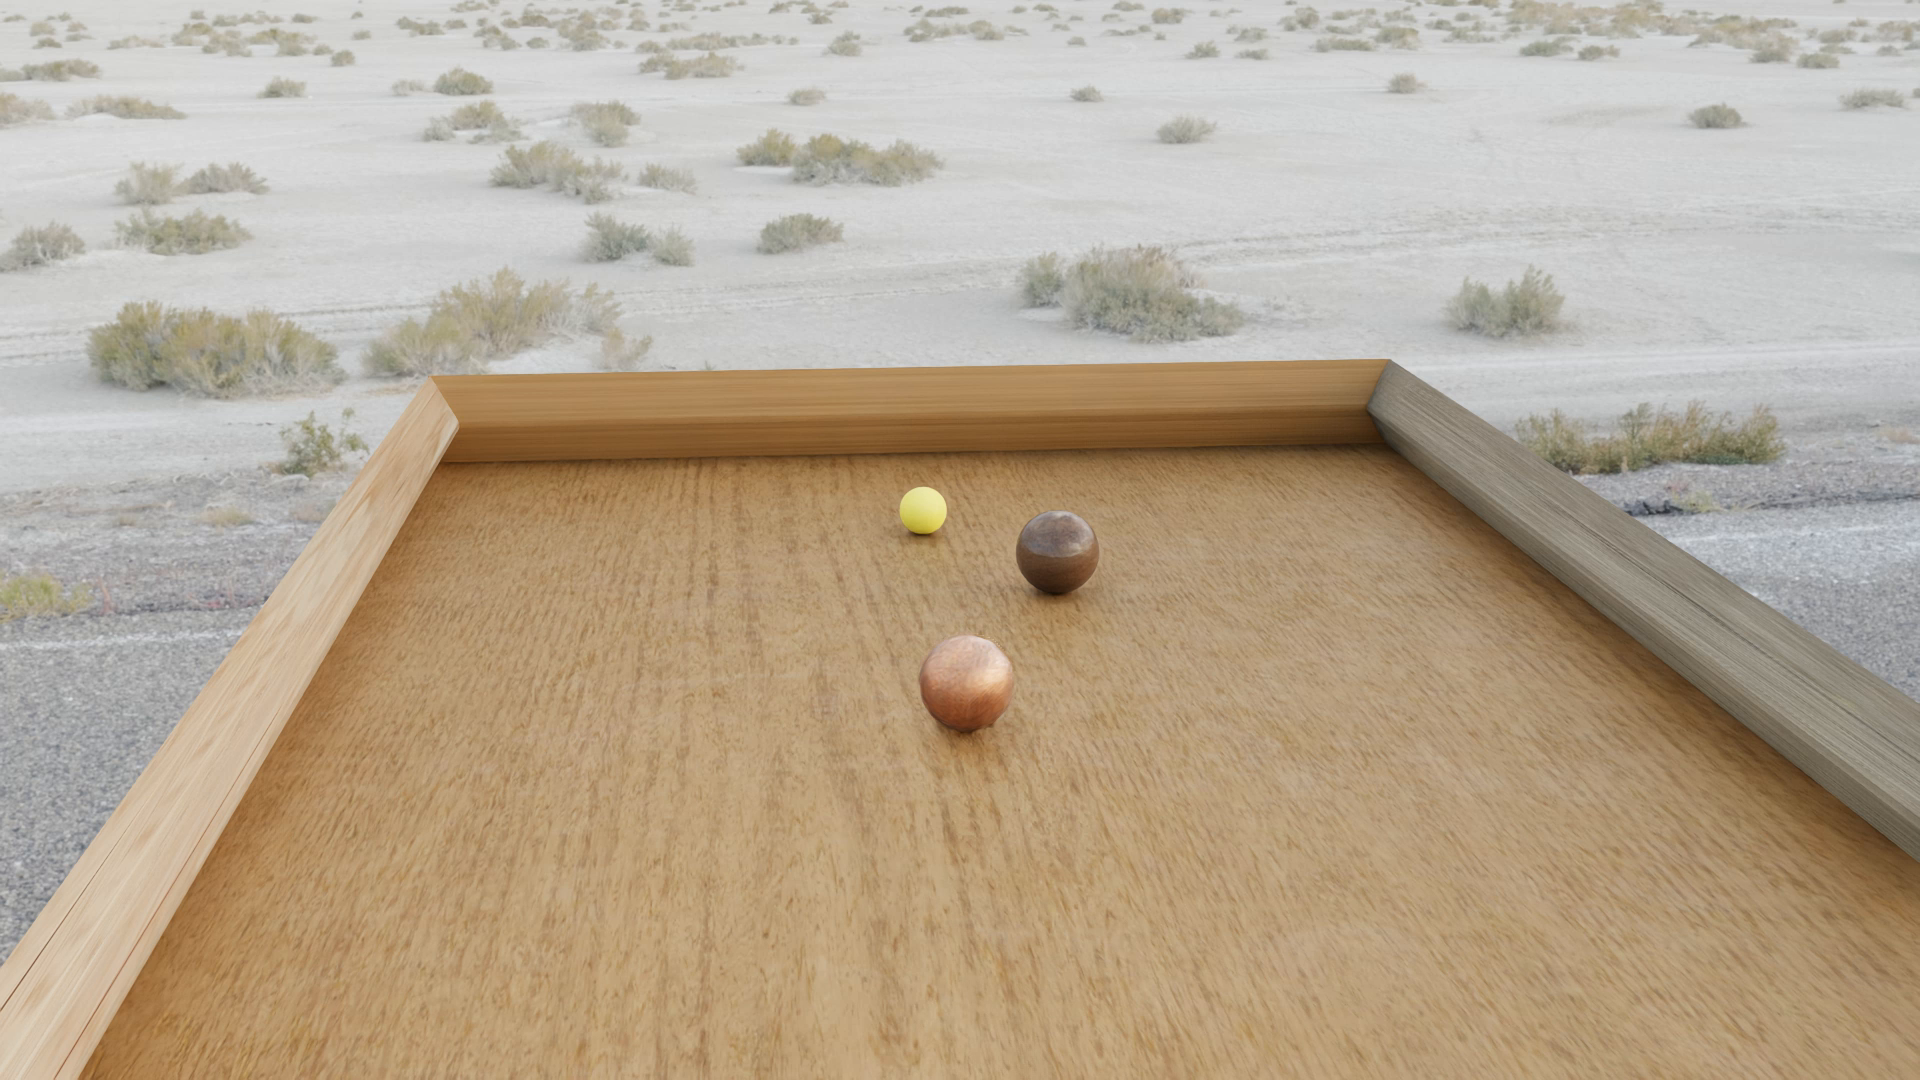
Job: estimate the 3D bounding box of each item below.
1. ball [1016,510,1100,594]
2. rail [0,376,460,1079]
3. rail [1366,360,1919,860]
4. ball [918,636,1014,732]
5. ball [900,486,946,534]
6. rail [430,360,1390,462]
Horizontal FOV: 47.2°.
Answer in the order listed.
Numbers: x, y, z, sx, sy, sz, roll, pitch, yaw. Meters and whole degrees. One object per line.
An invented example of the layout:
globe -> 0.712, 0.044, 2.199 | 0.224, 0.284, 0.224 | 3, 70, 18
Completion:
ball -> 0.114, 0.014, 2.568 | 0.098, 0.098, 0.098 | 0, 15, 0
rail -> -0.626, 0.163, 1.962 | 0.045, 0.127, 2.594 | -1, 15, -5
rail -> 0.747, 0.129, 2.087 | 0.045, 0.127, 2.594 | -1, 15, -5
ball -> 0.007, 0.138, 2.123 | 0.093, 0.093, 0.093 | 0, 15, 0
ball -> -0.048, -0.038, 2.828 | 0.061, 0.061, 0.061 | 0, 15, 0
rail -> -0.058, -0.188, 3.248 | 1.427, 0.127, 0.045 | -1, 15, -5
